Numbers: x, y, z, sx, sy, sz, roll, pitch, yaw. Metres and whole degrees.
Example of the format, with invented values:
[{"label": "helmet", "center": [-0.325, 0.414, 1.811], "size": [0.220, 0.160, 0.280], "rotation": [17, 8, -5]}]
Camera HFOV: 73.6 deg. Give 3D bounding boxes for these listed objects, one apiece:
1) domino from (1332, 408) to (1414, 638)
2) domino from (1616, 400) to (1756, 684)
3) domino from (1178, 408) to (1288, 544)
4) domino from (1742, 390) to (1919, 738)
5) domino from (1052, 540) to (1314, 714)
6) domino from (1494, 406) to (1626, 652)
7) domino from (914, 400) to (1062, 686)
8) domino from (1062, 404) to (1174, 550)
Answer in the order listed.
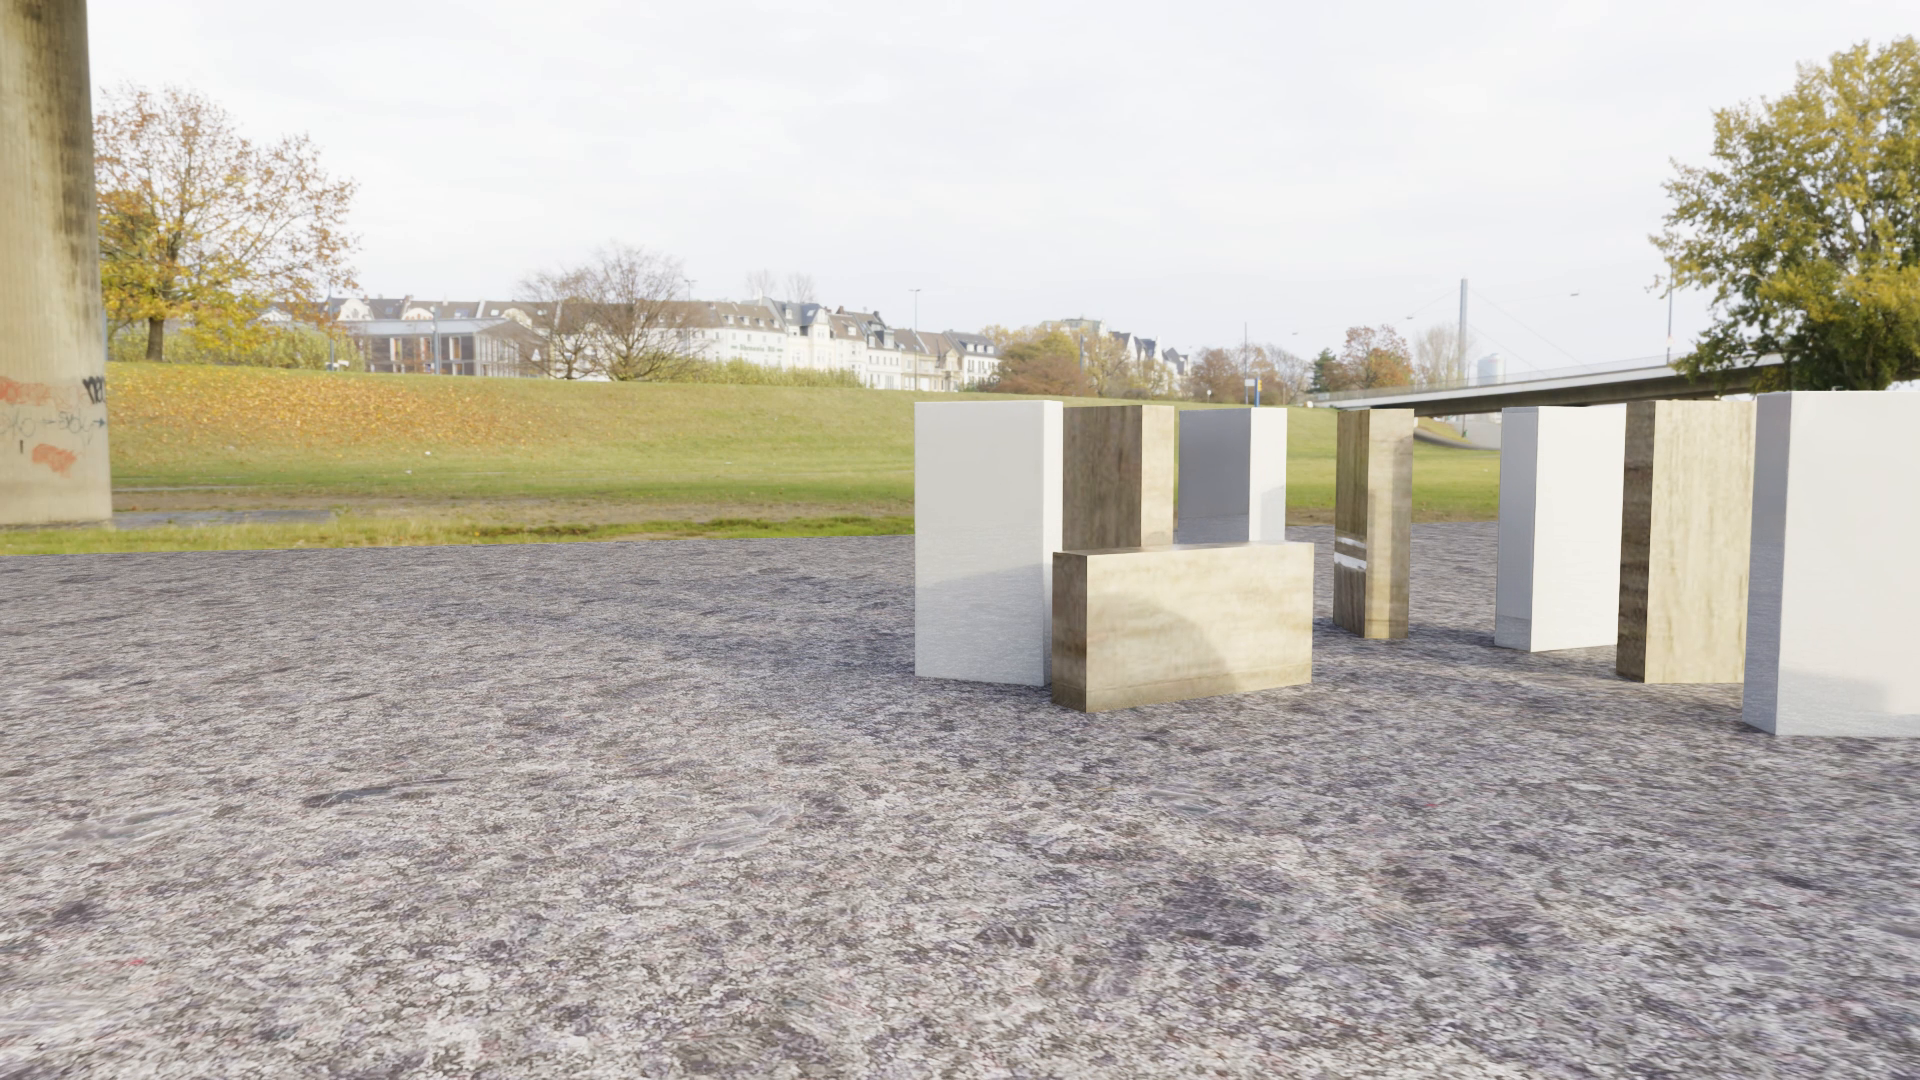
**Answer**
[{"label": "domino", "center": [0.093, -0.004, 0.291], "size": [0.010, 0.050, 0.025], "rotation": [0, 4, 1]}, {"label": "domino", "center": [0.134, 0.000, 0.232], "size": [0.025, 0.050, 0.009], "rotation": [0, 4, -2]}, {"label": "domino", "center": [0.059, -0.004, 0.282], "size": [0.009, 0.050, 0.025], "rotation": [-2, 5, -27]}, {"label": "domino", "center": [0.132, 0.003, 0.189], "size": [0.025, 0.050, 0.010], "rotation": [0, 4, 5]}, {"label": "domino", "center": [0.039, 0.014, 0.219], "size": [0.050, 0.025, 0.010], "rotation": [-3, 5, -31]}, {"label": "domino", "center": [0.126, -0.003, 0.270], "size": [0.025, 0.050, 0.010], "rotation": [-2, 5, -24]}, {"label": "domino", "center": [0.005, 0.000, 0.233], "size": [0.025, 0.050, 0.009], "rotation": [2, 5, 23]}, {"label": "domino", "center": [0.031, -0.002, 0.263], "size": [0.009, 0.050, 0.025], "rotation": [-4, 6, -41]}]
